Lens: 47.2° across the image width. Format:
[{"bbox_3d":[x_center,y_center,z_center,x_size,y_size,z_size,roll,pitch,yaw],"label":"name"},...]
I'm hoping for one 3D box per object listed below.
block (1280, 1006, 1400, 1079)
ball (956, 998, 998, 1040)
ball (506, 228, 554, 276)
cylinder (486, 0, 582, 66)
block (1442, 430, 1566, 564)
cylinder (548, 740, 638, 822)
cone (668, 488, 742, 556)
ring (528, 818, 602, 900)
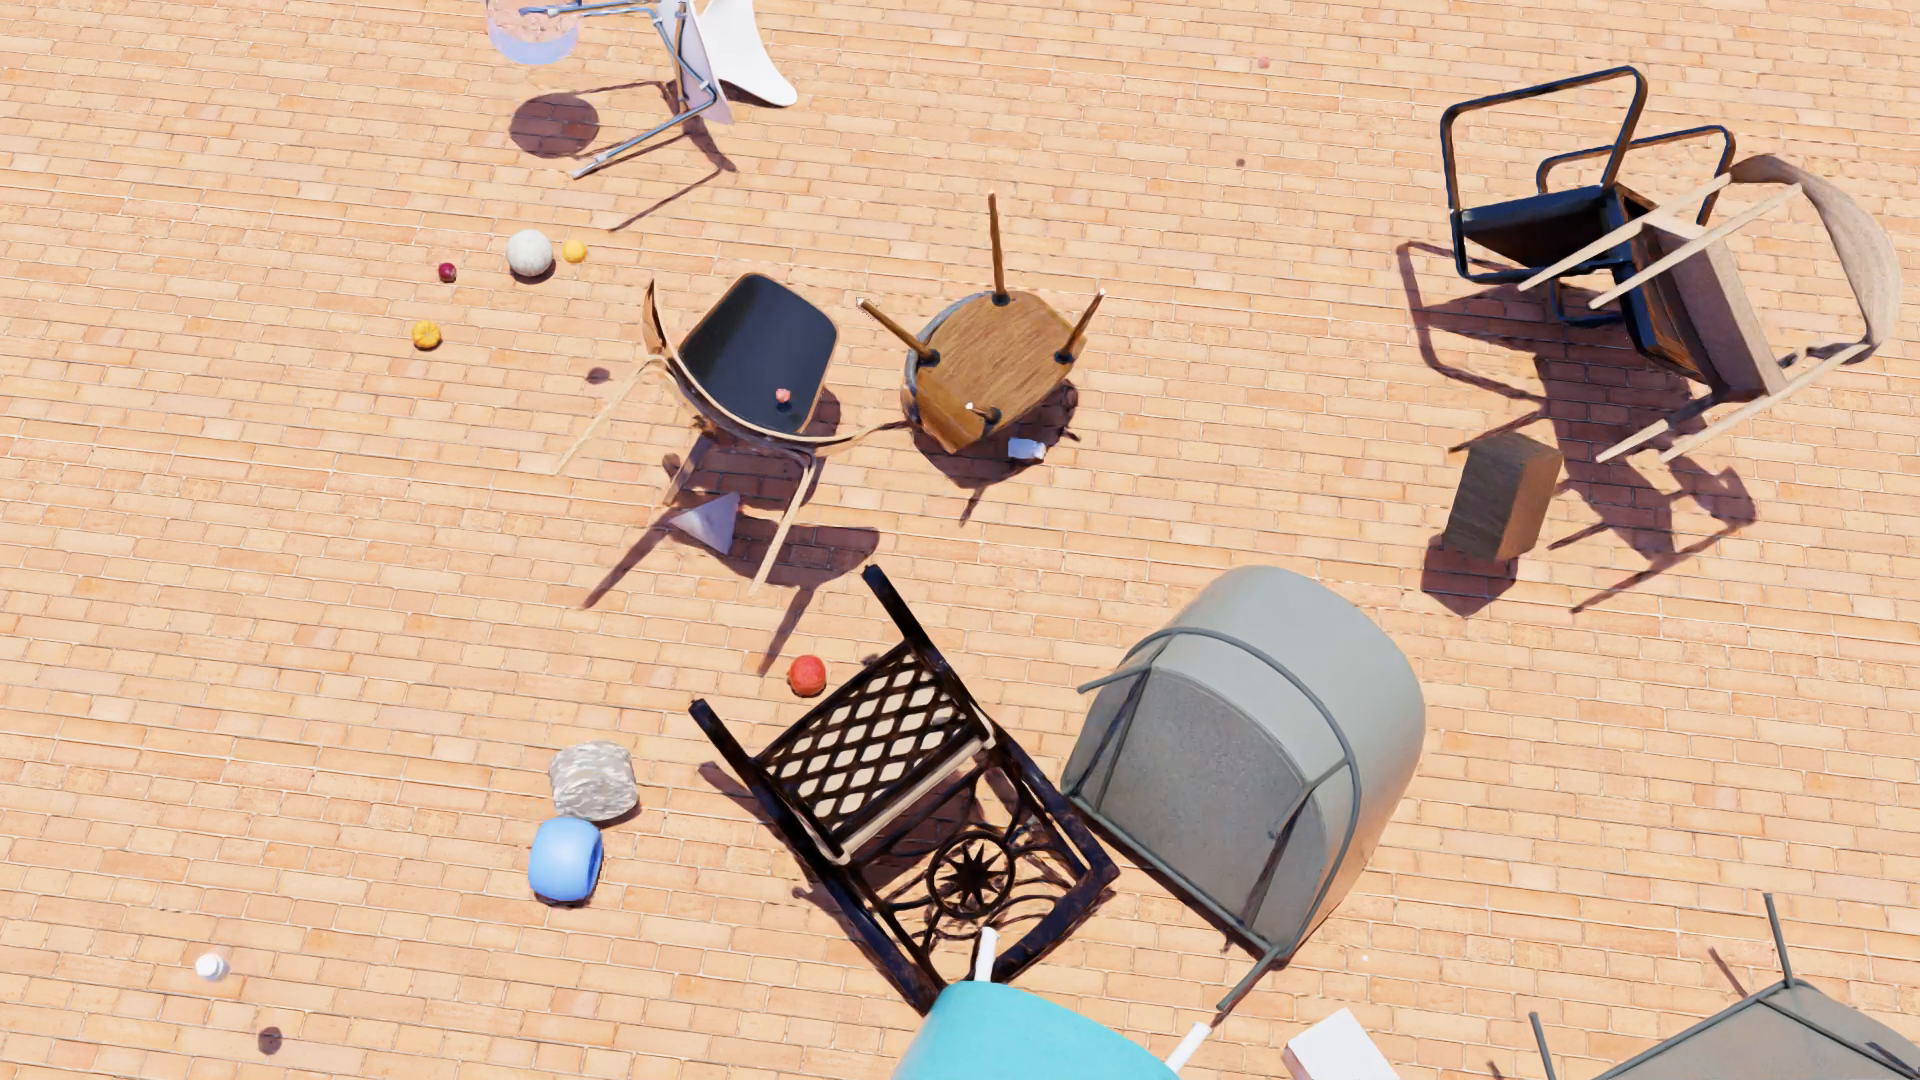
[{"bbox_3d":[0.981,1.368,5.581,0.187,0.123,0.286,-27,60,-17],"label":"block"},{"bbox_3d":[0.042,1.204,5.527,0.102,0.102,0.102,0,56,0],"label":"ball"},{"bbox_3d":[-1.390,-0.928,7.105,0.153,0.153,0.153,0,56,0],"label":"ball"},{"bbox_3d":[-1.367,-1.686,7.058,0.300,0.129,0.295,-32,79,-21],"label":"cylinder"},{"bbox_3d":[1.534,-0.122,6.204,0.169,0.301,0.238,29,29,35],"label":"block"},{"bbox_3d":[-1.003,0.659,6.011,0.227,0.145,0.166,-8,35,-14],"label":"cylinder"},{"bbox_3d":[-0.723,-0.027,6.537,0.252,0.208,0.170,-27,93,-40],"label":"cone"},{"bbox_3d":[-1.055,0.853,5.884,0.161,0.198,0.221,9,74,4],"label":"ring"}]
